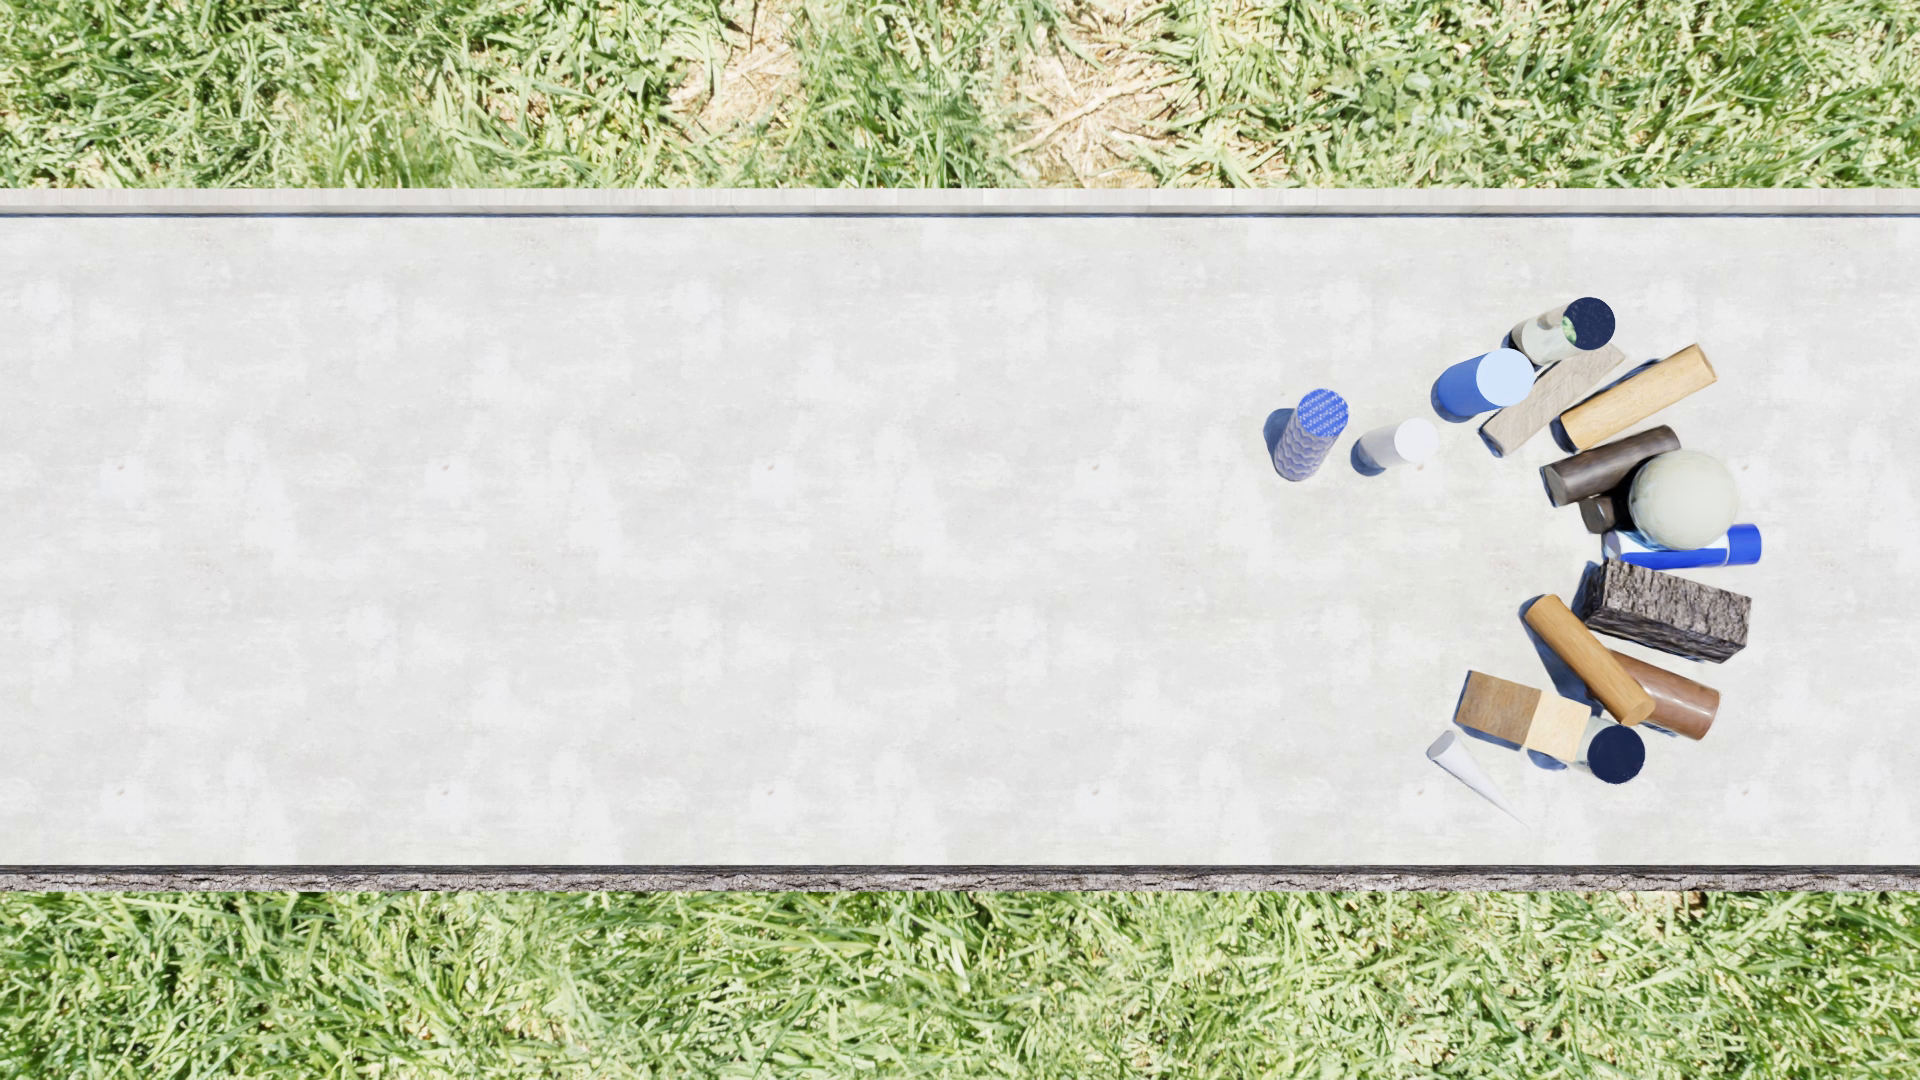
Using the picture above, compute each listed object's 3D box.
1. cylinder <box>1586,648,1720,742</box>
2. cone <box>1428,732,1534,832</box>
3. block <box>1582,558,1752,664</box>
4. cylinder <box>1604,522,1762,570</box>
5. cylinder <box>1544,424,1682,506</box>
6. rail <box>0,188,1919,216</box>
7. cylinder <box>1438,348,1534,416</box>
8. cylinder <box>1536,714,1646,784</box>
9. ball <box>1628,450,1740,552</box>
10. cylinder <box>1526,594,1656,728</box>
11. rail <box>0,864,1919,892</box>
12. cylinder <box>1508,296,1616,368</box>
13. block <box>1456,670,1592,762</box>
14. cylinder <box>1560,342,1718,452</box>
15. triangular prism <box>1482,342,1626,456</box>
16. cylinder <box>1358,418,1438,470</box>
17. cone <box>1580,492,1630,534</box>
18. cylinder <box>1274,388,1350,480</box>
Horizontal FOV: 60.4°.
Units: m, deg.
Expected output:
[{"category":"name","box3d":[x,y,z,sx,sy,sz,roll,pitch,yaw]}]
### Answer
[{"category":"cylinder","box3d":[2.085,0.465,4.969,0.333,0.168,0.168,22,90,8]},{"category":"cone","box3d":[1.621,0.763,5.050,0.418,0.106,0.106,43,90,-7]},{"category":"block","box3d":[2.117,0.214,4.950,0.428,0.160,0.160,16,66,4]},{"category":"cylinder","box3d":[2.194,0.024,5.011,0.423,0.131,0.131,-3,90,0]},{"category":"cylinder","box3d":[1.983,-0.227,5.009,0.373,0.135,0.135,-20,90,0]},{"category":"rail","box3d":[-2.247,-1.025,5.002,12.000,0.150,0.050,0,90,0]},{"category":"cylinder","box3d":[1.552,-0.463,4.884,0.165,0.386,0.165,0,90,0]},{"category":"cylinder","box3d":[1.835,0.592,4.858,0.169,0.424,0.169,0,93,-4]},{"category":"ball","box3d":[2.125,-0.116,4.850,0.301,0.301,0.301,0,90,0]},{"category":"cylinder","box3d":[1.864,0.355,4.888,0.118,0.118,0.444,-32,51,0]},{"category":"rail","box3d":[-2.247,1.025,5.001,12.000,0.150,0.050,0,90,0]},{"category":"cylinder","box3d":[1.762,-0.606,4.849,0.151,0.454,0.151,0,90,0]},{"category":"block","box3d":[1.656,0.516,4.867,0.166,0.392,0.166,19,90,-12]},{"category":"cylinder","box3d":[2.019,-0.423,4.914,0.425,0.128,0.128,-32,90,30]},{"category":"triangular prism","box3d":[1.808,-0.424,4.980,0.441,0.112,0.129,-41,114,4]},{"category":"cylinder","box3d":[1.287,-0.281,4.861,0.126,0.431,0.126,0,90,0]},{"category":"cone","box3d":[2.097,-0.127,5.047,0.371,0.117,0.117,-18,90,-9]},{"category":"cylinder","box3d":[1.032,-0.305,4.861,0.145,0.406,0.145,0,74,1]}]
